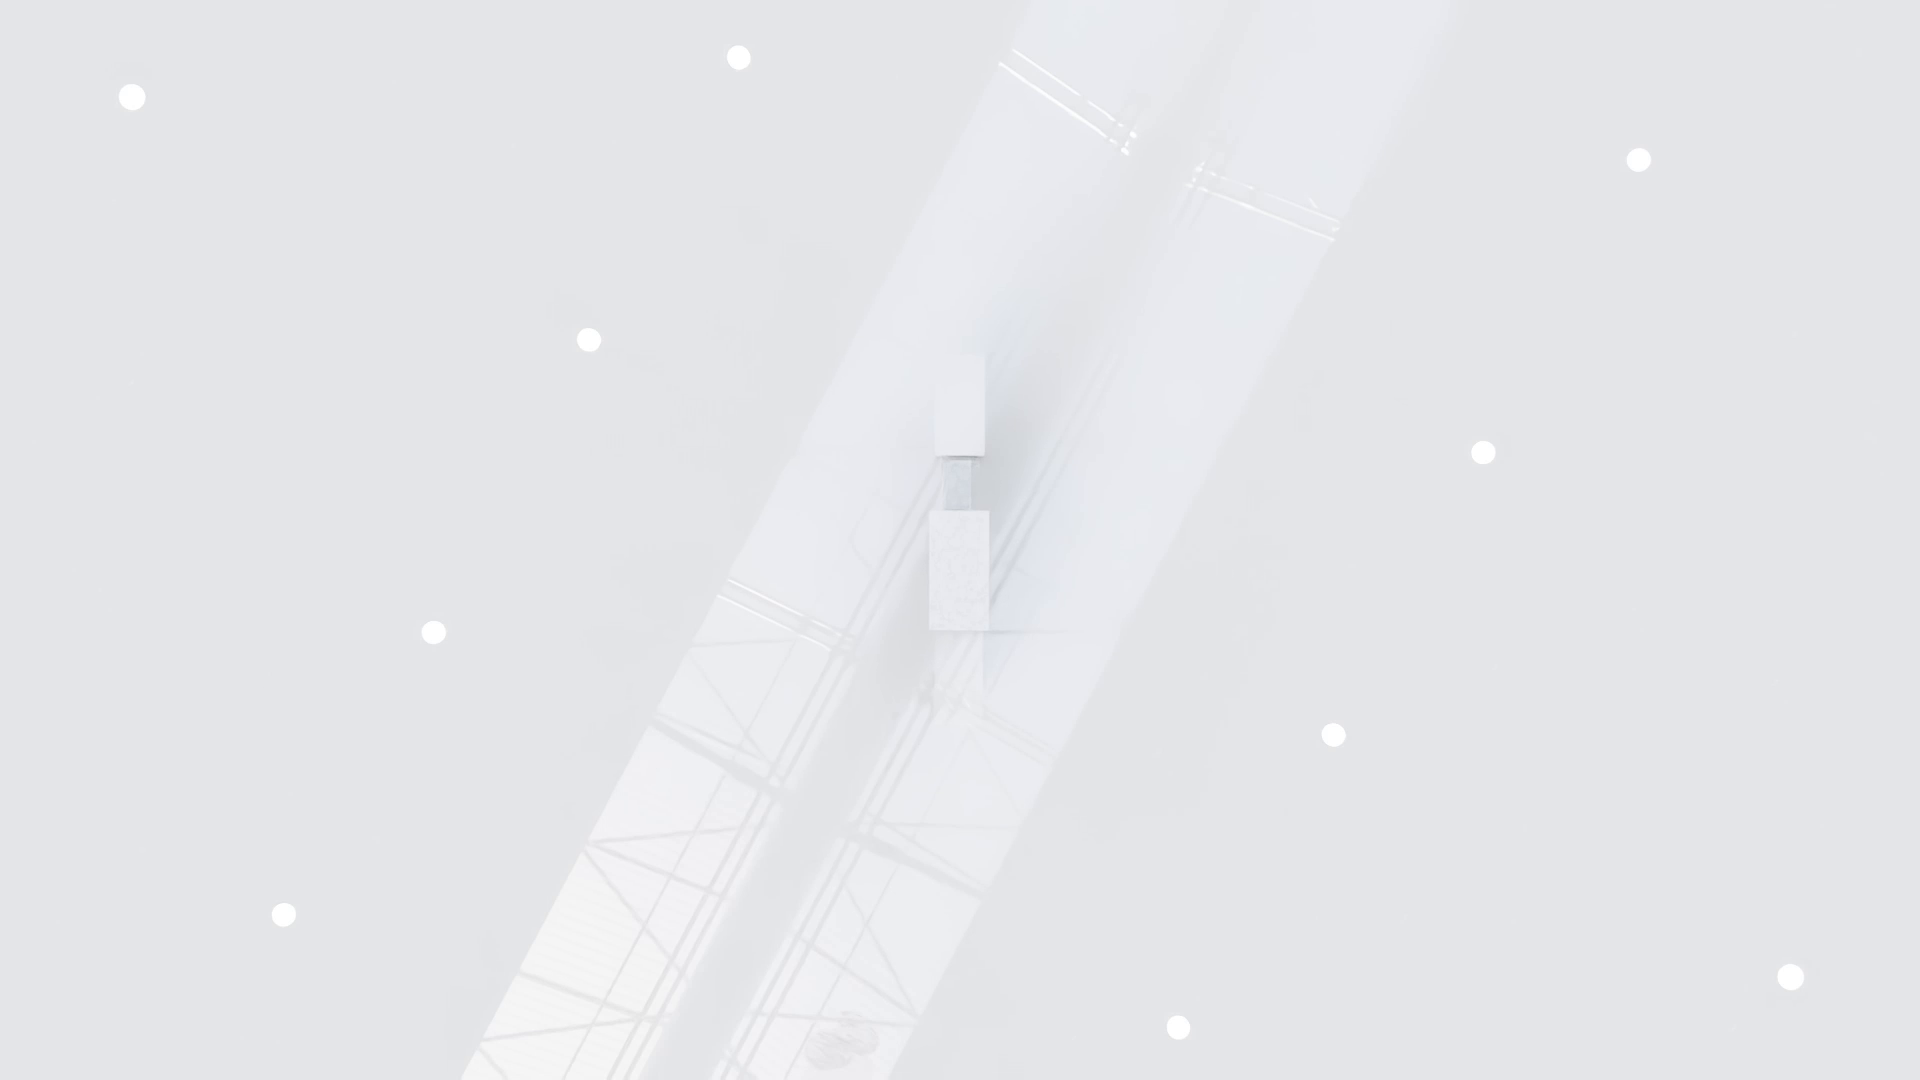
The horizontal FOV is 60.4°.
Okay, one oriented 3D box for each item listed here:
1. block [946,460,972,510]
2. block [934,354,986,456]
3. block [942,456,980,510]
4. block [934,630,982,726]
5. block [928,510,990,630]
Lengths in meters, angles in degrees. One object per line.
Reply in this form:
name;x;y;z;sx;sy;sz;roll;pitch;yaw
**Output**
block;-0.004;-0.161;4.822;0.073;0.021;0.146;1;90;0
block;-0.001;-0.381;4.675;0.141;0.040;0.283;0;90;0
block;0.002;-0.163;4.994;0.111;0.031;0.222;0;90;0
block;-0.004;0.385;4.628;0.135;0.038;0.270;0;90;0
block;-0.002;0.083;4.521;0.163;0.046;0.326;0;90;0
